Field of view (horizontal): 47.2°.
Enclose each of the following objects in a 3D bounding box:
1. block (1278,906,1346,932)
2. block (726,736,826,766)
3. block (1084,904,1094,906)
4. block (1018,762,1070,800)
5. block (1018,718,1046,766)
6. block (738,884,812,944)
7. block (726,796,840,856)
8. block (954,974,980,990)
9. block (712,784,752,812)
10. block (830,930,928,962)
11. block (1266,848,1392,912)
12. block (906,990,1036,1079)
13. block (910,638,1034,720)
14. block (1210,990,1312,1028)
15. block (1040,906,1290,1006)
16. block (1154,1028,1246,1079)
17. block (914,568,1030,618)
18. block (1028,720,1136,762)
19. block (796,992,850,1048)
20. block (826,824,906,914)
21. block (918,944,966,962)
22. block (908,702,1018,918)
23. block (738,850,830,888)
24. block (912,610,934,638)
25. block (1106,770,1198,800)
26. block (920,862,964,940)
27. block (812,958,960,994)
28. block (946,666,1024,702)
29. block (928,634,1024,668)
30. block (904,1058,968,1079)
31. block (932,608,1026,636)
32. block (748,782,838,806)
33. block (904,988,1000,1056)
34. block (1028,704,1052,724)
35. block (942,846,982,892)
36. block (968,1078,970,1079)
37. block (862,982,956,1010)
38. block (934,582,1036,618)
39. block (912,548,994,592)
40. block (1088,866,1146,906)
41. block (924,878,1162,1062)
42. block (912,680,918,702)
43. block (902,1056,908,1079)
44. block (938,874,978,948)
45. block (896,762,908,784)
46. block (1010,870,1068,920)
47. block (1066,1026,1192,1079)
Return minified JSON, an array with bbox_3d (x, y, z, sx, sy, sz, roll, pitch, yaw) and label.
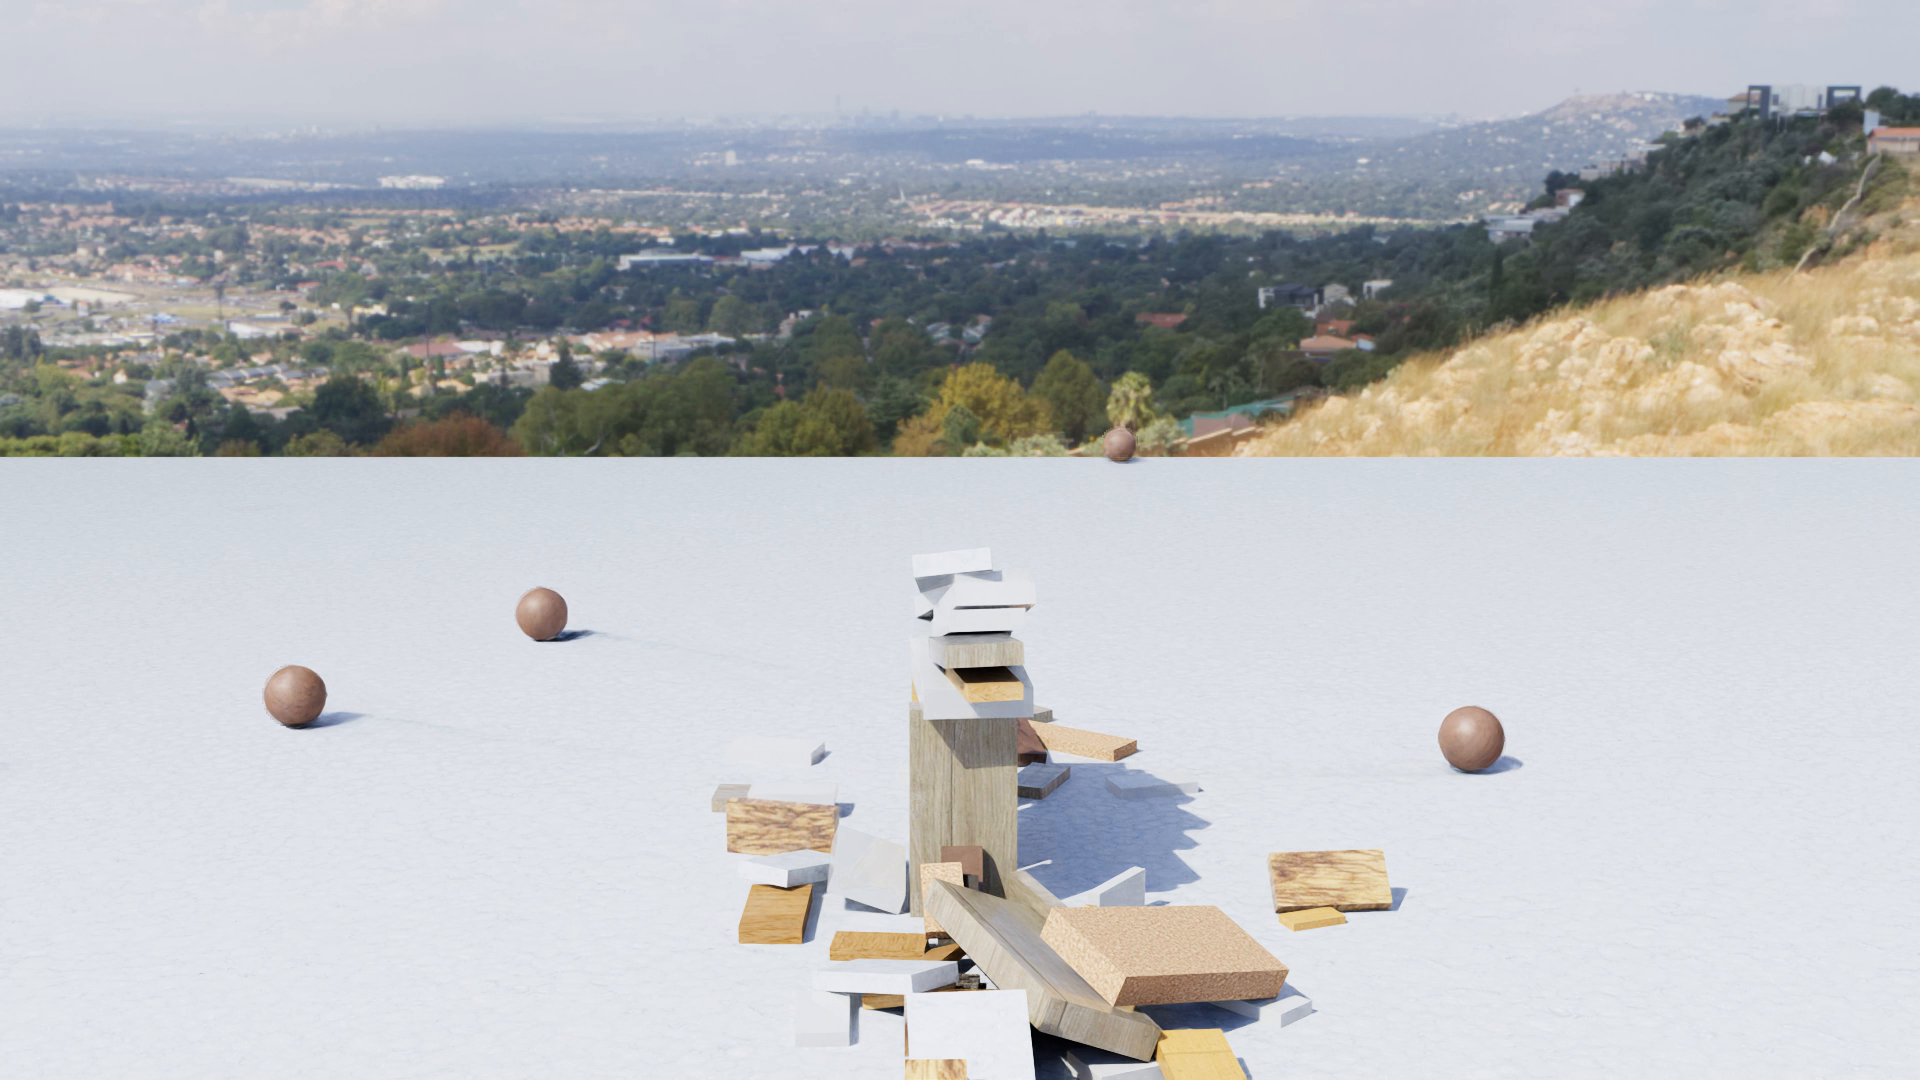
[{"bbox_3d":[0.566,0.609,3.532,0.095,0.014,0.048,-4,11,-21],"label":"block"},{"bbox_3d":[-0.375,0.428,4.471,0.182,0.026,0.091,3,11,14],"label":"block"},{"bbox_3d":[0.244,0.612,3.305,0.024,0.086,0.171,12,0,-41],"label":"block"},{"bbox_3d":[0.150,0.467,4.269,0.080,0.023,0.159,4,11,22],"label":"block"},{"bbox_3d":[0.107,0.406,4.478,0.094,0.027,0.189,2,19,-14],"label":"block"},{"bbox_3d":[-0.295,0.600,3.536,0.099,0.028,0.199,0,11,1],"label":"block"},{"bbox_3d":[-0.311,0.507,3.856,0.200,0.094,0.027,3,11,16],"label":"block"},{"bbox_3d":[-0.006,0.666,3.214,0.063,0.018,0.125,1,11,4],"label":"block"},{"bbox_3d":[-0.367,0.488,4.146,0.189,0.027,0.095,1,11,3],"label":"block"},{"bbox_3d":[-0.124,0.629,3.401,0.146,0.021,0.073,1,11,5],"label":"block"},{"bbox_3d":[0.605,0.558,3.601,0.190,0.095,0.027,-1,-32,-5],"label":"block"},{"bbox_3d":[0.016,0.681,2.709,0.153,0.043,0.307,-2,33,-2],"label":"block"},{"bbox_3d":[0.014,0.223,3.611,0.173,0.049,0.346,-1,11,-5],"label":"block"},{"bbox_3d":[0.429,0.668,3.192,0.073,0.021,0.146,-10,15,-44],"label":"block"},{"bbox_3d":[0.293,0.586,3.119,0.337,0.048,0.168,8,21,-41],"label":"block"},{"bbox_3d":[0.321,0.705,2.885,0.095,0.027,0.190,1,19,-11],"label":"block"},{"bbox_3d":[0.020,0.095,3.892,0.134,0.038,0.268,-3,-9,-17],"label":"block"},{"bbox_3d":[0.193,0.410,4.567,0.350,0.026,0.091,7,13,35],"label":"block"},{"bbox_3d":[-0.195,0.680,3.126,0.075,0.021,0.150,0,11,-3],"label":"block"},{"bbox_3d":[-0.155,0.549,3.682,0.123,0.035,0.247,19,10,-5],"label":"block"},{"bbox_3d":[-0.041,0.638,3.305,0.063,0.018,0.125,-18,2,27],"label":"block"},{"bbox_3d":[0.005,0.435,3.556,0.173,0.346,0.049,-1,10,-3],"label":"block"},{"bbox_3d":[-0.274,0.551,3.699,0.099,0.028,0.199,6,1,30],"label":"block"},{"bbox_3d":[-0.001,0.171,3.967,0.167,0.047,0.334,0,10,0],"label":"block"},{"bbox_3d":[0.370,0.473,4.240,0.159,0.023,0.080,-3,11,-17],"label":"block"},{"bbox_3d":[-0.026,0.564,3.447,0.065,0.018,0.130,-2,45,-4],"label":"block"},{"bbox_3d":[-0.109,0.632,3.185,0.199,0.028,0.099,-8,-3,41],"label":"block"},{"bbox_3d":[0.037,0.219,3.440,0.085,0.024,0.171,-2,11,-12],"label":"block"},{"bbox_3d":[0.023,0.174,3.477,0.123,0.035,0.247,-2,1,-6],"label":"block"},{"bbox_3d":[-0.028,0.679,2.611,0.075,0.021,0.150,0,33,-1],"label":"block"},{"bbox_3d":[0.029,0.140,3.639,0.123,0.035,0.247,-1,-6,-7],"label":"block"},{"bbox_3d":[-0.310,0.472,4.094,0.159,0.023,0.080,1,11,3],"label":"block"},{"bbox_3d":[0.001,0.655,2.993,0.153,0.043,0.307,0,-4,-2],"label":"block"},{"bbox_3d":[0.104,0.371,4.776,0.093,0.026,0.186,-9,14,-39],"label":"block"},{"bbox_3d":[0.004,0.555,3.513,0.065,0.130,0.018,0,-16,-1],"label":"block"},{"bbox_3d":[0.017,0.701,2.617,0.075,0.021,0.150,-22,39,-30],"label":"block"},{"bbox_3d":[-0.074,0.657,3.196,0.125,0.018,0.063,-9,8,15],"label":"block"},{"bbox_3d":[0.039,0.111,3.742,0.134,0.038,0.268,-1,-10,-9],"label":"block"},{"bbox_3d":[-0.009,0.058,3.883,0.134,0.038,0.268,-6,-9,1],"label":"block"},{"bbox_3d":[0.252,0.580,3.524,0.021,0.073,0.146,7,13,33],"label":"block"},{"bbox_3d":[0.106,0.608,3.159,0.168,0.048,0.538,20,2,-19],"label":"block"},{"bbox_3d":[0.005,0.395,3.768,0.173,0.346,0.049,0,13,0],"label":"block"},{"bbox_3d":[0.002,0.725,2.825,0.153,0.043,0.307,0,11,0],"label":"block"},{"bbox_3d":[-0.003,0.585,3.454,0.065,0.018,0.131,0,45,-1],"label":"block"},{"bbox_3d":[-0.023,0.458,4.307,0.182,0.026,0.091,3,11,16],"label":"block"},{"bbox_3d":[0.163,0.608,3.338,0.024,0.086,0.417,-4,11,-20],"label":"block"},{"bbox_3d":[0.251,0.705,2.978,0.190,0.027,0.095,-5,12,-25],"label":"block"}]
